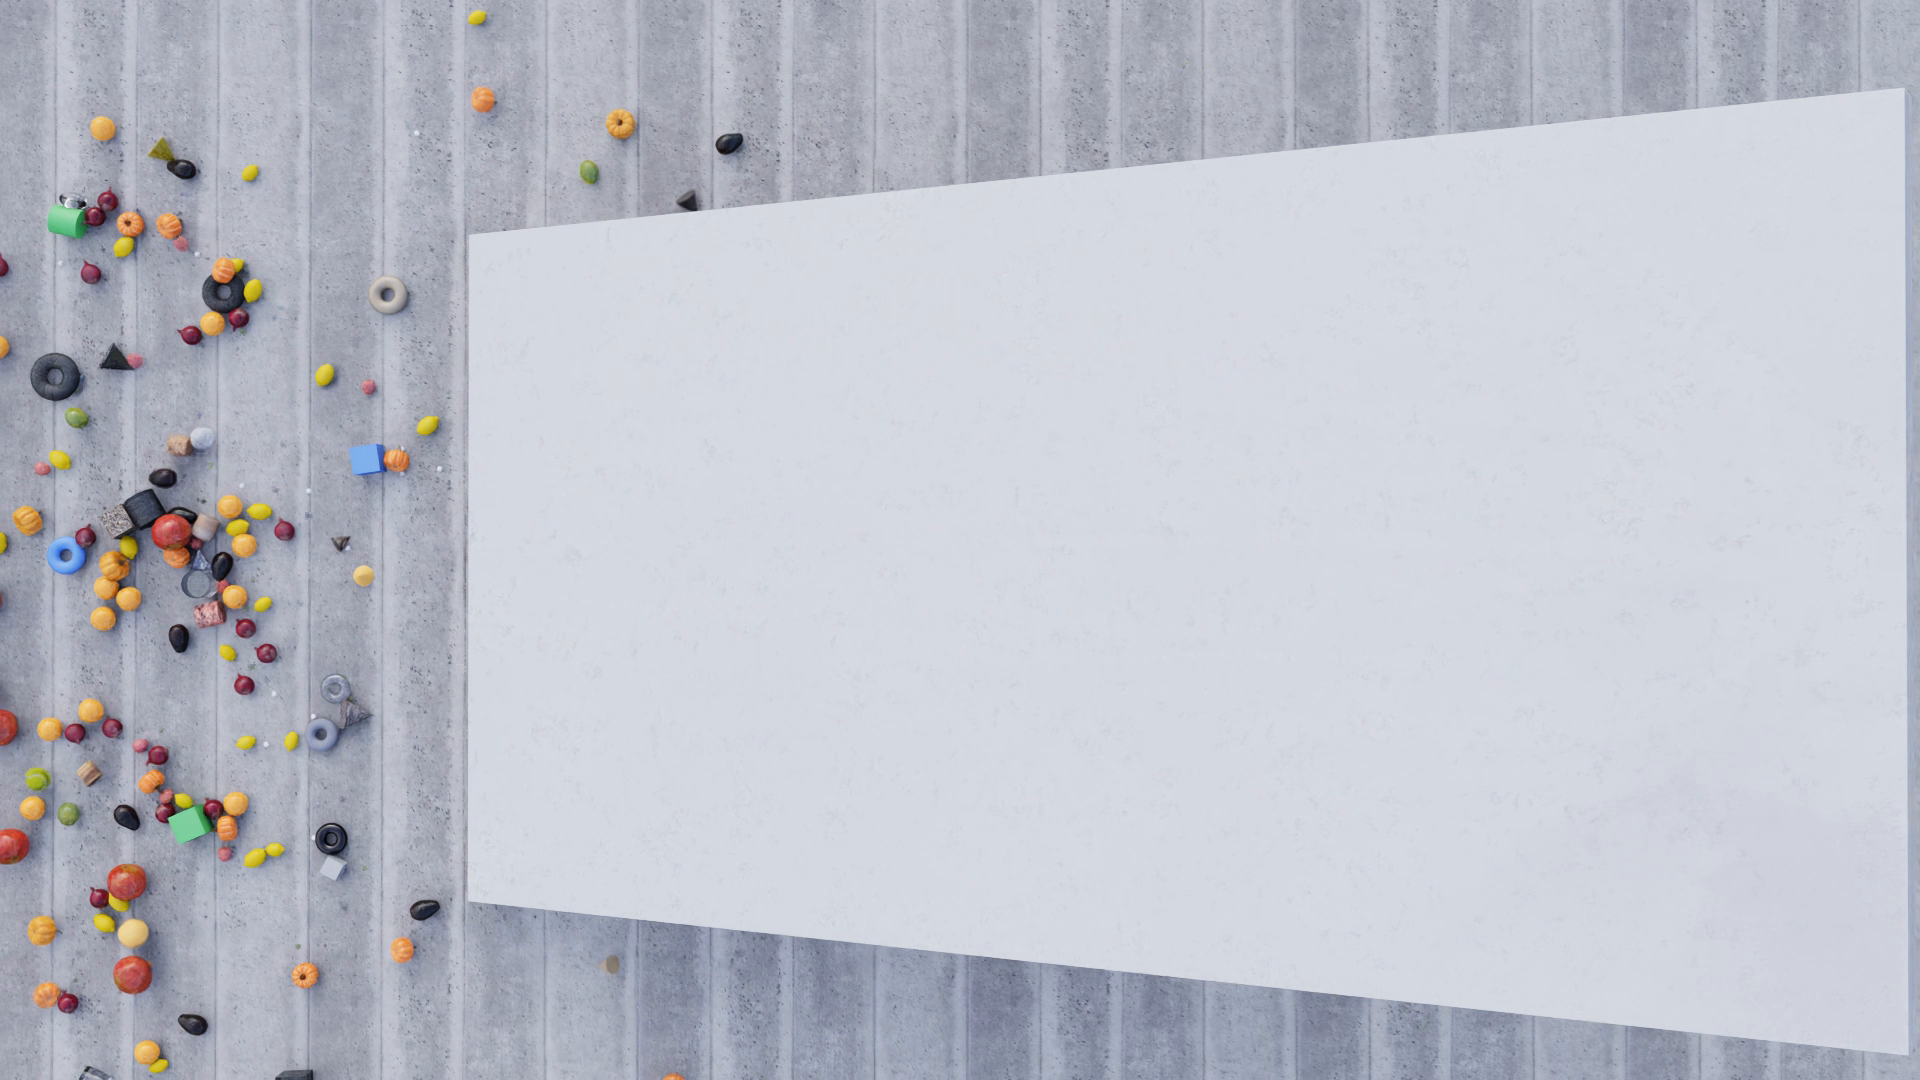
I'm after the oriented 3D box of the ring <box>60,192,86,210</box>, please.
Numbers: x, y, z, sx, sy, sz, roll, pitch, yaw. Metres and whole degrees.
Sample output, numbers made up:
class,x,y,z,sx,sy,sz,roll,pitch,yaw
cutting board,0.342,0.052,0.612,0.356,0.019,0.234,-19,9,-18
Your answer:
class,x,y,z,sx,sy,sz,roll,pitch,yaw
ring,-2.686,-1.027,6.661,0.080,0.080,0.027,24,117,0

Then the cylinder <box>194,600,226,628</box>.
class,x,y,z,sx,sy,sz,roll,pitch,yaw
cylinder,-2.267,0.225,6.649,0.072,0.072,0.072,-12,89,0

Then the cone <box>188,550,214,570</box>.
class,x,y,z,sx,sy,sz,roll,pitch,yaw
cone,-2.293,0.074,6.670,0.071,0.071,0.071,26,89,-26

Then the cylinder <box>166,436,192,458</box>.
class,x,y,z,sx,sy,sz,roll,pitch,yaw
cylinder,-2.364,-0.283,6.660,0.059,0.059,0.059,8,89,0

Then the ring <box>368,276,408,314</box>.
class,x,y,z,sx,sy,sz,roll,pitch,yaw
ring,-1.736,-0.743,6.674,0.120,0.040,0.120,0,88,0

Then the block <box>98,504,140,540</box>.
class,x,y,z,sx,sy,sz,roll,pitch,yaw
block,-2.536,-0.056,6.648,0.079,0.079,0.079,-30,90,0

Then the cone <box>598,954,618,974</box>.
class,x,y,z,sx,sy,sz,roll,pitch,yaw
cone,-1.076,1.288,6.661,0.060,0.060,0.060,-10,89,27

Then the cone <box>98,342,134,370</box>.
class,x,y,z,sx,sy,sz,roll,pitch,yaw
cone,-2.546,-0.537,6.671,0.093,0.093,0.093,30,89,-26

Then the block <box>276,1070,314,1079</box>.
class,x,y,z,sx,sy,sz,roll,pitch,yaw
block,-2.006,1.651,6.628,0.087,0.087,0.087,-2,89,0

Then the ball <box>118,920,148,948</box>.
class,x,y,z,sx,sy,sz,roll,pitch,yaw
ball,-2.492,1.188,6.632,0.087,0.087,0.087,0,89,0

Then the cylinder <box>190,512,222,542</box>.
class,x,y,z,sx,sy,sz,roll,pitch,yaw
cylinder,-2.282,-0.039,6.653,0.068,0.068,0.068,28,90,0

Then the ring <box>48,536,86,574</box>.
class,x,y,z,sx,sy,sz,roll,pitch,yaw
ring,-2.710,0.047,6.667,0.116,0.039,0.116,0,88,-1

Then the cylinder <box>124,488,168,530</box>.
class,x,y,z,sx,sy,sz,roll,pitch,yaw
cylinder,-2.459,-0.093,6.642,0.091,0.091,0.091,-30,90,0

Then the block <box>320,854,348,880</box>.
class,x,y,z,sx,sy,sz,roll,pitch,yaw
block,-1.893,0.990,6.650,0.054,0.054,0.054,29,90,0

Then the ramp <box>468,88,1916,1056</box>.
class,x,y,z,sx,sy,sz,roll,pitch,yaw
ramp,0.266,0.073,5.615,4.000,0.100,2.000,0,89,31

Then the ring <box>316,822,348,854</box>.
class,x,y,z,sx,sy,sz,roll,pitch,yaw
ring,-1.905,0.905,6.662,0.098,0.033,0.098,0,88,0

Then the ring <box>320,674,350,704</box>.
class,x,y,z,sx,sy,sz,roll,pitch,yaw
ring,-1.893,0.451,6.667,0.093,0.031,0.093,0,91,-1

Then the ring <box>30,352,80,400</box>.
class,x,y,z,sx,sy,sz,roll,pitch,yaw
ring,-2.744,-0.495,6.667,0.147,0.049,0.147,0,90,-1

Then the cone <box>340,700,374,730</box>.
class,x,y,z,sx,sy,sz,roll,pitch,yaw
cone,-1.822,0.529,6.661,0.092,0.092,0.092,4,89,-27

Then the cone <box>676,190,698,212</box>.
class,x,y,z,sx,sy,sz,roll,pitch,yaw
cone,-0.815,-1.015,6.681,0.069,0.069,0.069,-28,122,0

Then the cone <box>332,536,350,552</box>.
class,x,y,z,sx,sy,sz,roll,pitch,yaw
cone,-1.871,0.001,6.675,0.053,0.053,0.053,-36,90,-27

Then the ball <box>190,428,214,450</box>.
class,x,y,z,sx,sy,sz,roll,pitch,yaw
ball,-2.294,-0.306,6.656,0.067,0.067,0.067,0,89,0

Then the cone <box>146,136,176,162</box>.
class,x,y,z,sx,sy,sz,roll,pitch,yaw
cone,-2.412,-1.171,6.680,0.080,0.080,0.080,39,90,-26

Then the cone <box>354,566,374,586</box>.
class,x,y,z,sx,sy,sz,roll,pitch,yaw
cone,-1.813,0.109,6.654,0.063,0.063,0.063,0,89,0

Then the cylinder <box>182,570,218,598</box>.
class,x,y,z,sx,sy,sz,roll,pitch,yaw
cylinder,-2.296,0.133,6.643,0.085,0.085,0.085,0,89,0

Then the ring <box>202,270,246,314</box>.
class,x,y,z,sx,sy,sz,roll,pitch,yaw
ring,-2.234,-0.752,6.672,0.131,0.044,0.131,0,88,-3

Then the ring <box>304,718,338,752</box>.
class,x,y,z,sx,sy,sz,roll,pitch,yaw
ring,-1.935,0.589,6.664,0.103,0.034,0.103,0,88,0

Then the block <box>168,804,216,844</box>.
class,x,y,z,sx,sy,sz,roll,pitch,yaw
block,-2.318,0.857,6.635,0.087,0.087,0.087,-24,90,0

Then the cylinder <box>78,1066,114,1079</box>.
class,x,y,z,sx,sy,sz,roll,pitch,yaw
cylinder,-2.610,1.638,6.633,0.077,0.077,0.077,24,90,0

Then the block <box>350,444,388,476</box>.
class,x,y,z,sx,sy,sz,roll,pitch,yaw
block,-1.789,-0.243,6.648,0.082,0.082,0.082,-9,89,0
